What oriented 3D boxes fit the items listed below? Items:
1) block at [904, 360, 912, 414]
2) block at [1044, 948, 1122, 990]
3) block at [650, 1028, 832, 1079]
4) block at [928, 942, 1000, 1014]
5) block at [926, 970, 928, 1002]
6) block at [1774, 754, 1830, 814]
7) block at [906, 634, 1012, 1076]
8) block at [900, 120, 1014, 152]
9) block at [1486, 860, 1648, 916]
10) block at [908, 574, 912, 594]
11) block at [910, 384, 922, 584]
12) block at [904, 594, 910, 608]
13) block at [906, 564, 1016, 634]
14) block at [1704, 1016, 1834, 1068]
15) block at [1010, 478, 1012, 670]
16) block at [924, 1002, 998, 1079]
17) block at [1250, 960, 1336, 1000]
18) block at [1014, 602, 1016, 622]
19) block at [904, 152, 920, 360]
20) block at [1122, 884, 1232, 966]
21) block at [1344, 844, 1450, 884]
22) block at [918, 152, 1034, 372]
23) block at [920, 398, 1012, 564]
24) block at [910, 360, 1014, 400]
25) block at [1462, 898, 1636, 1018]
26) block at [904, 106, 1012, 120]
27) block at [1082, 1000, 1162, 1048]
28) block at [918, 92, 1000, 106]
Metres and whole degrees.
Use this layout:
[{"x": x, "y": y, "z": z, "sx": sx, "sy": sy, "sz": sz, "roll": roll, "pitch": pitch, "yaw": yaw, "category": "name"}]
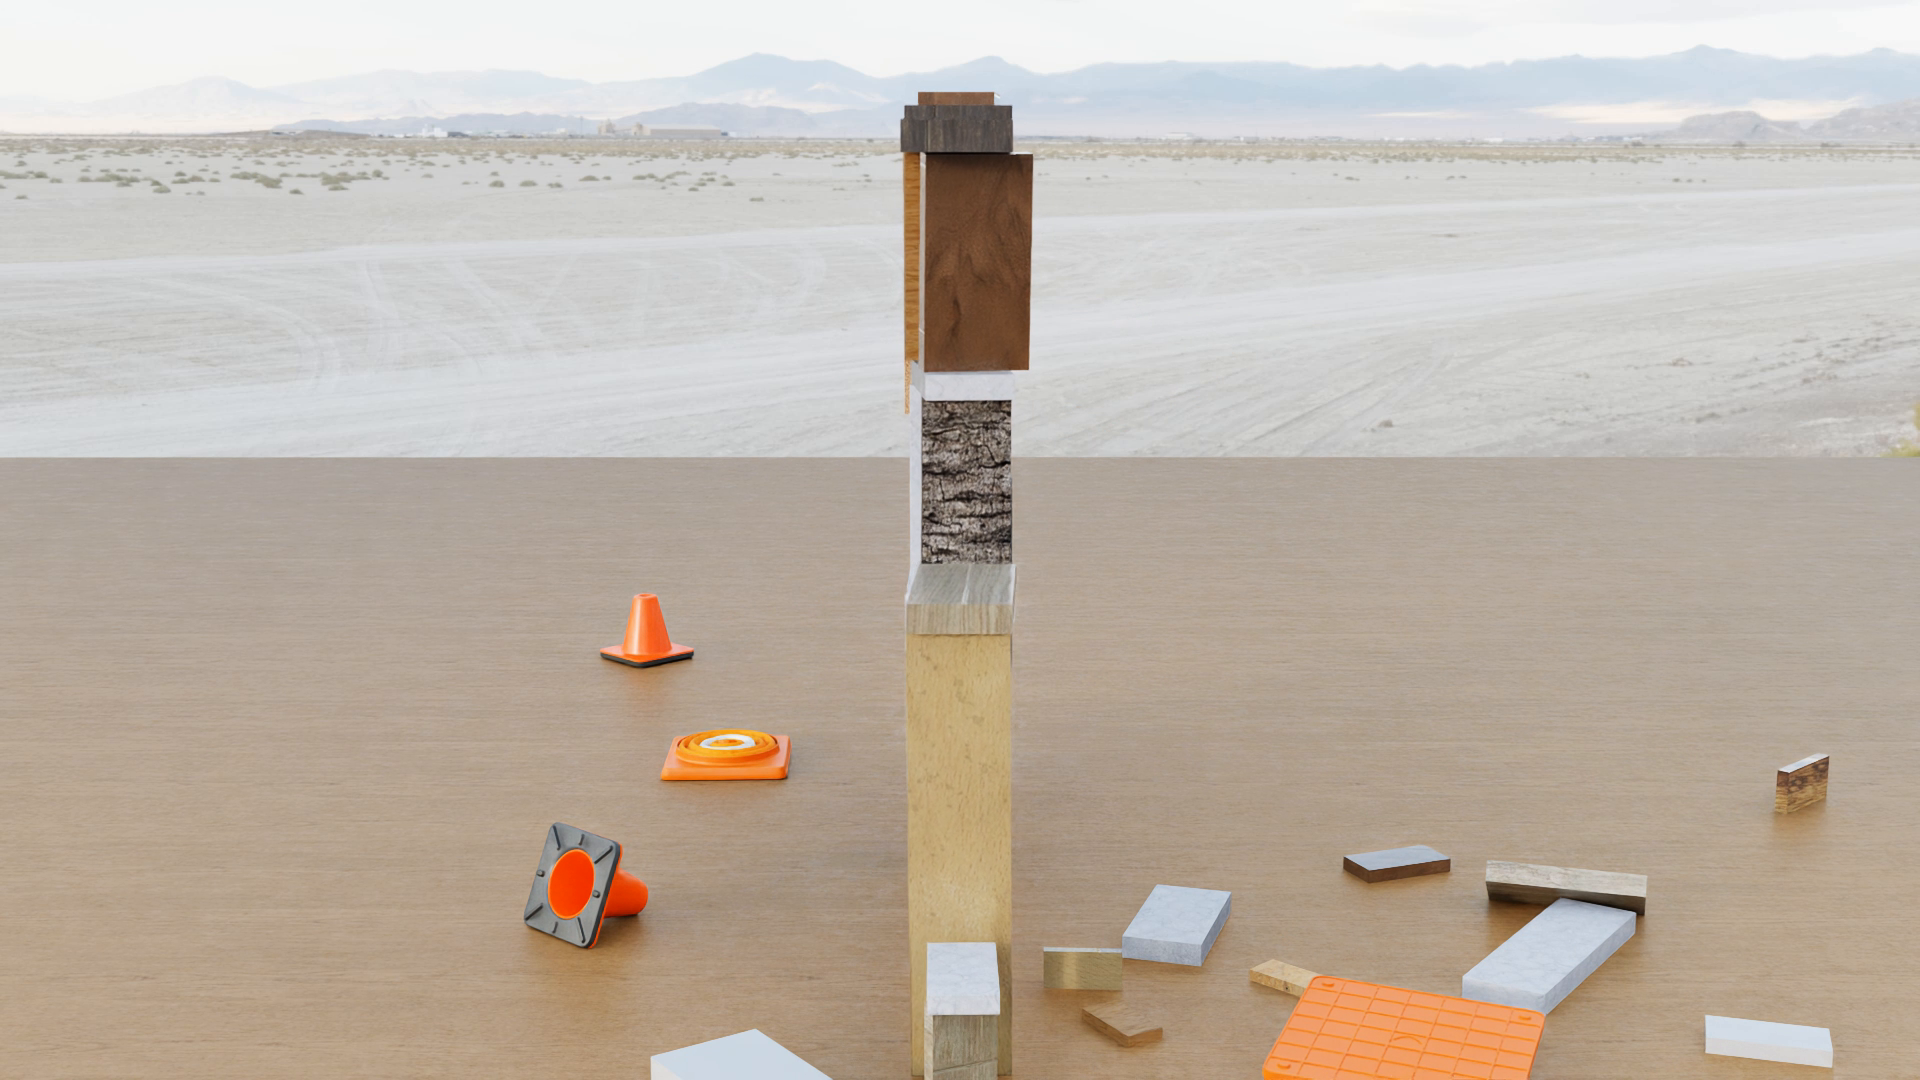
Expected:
[{"x": -0.003, "y": -0.434, "z": 3.615, "sx": 0.172, "sy": 0.453, "sz": 0.049, "roll": 1, "pitch": 11, "yaw": 5, "category": "block"}, {"x": 0.182, "y": 0.636, "z": 3.263, "sx": 0.116, "sy": 0.058, "sz": 0.016, "roll": 1, "pitch": 11, "yaw": 3, "category": "block"}, {"x": -0.193, "y": 0.738, "z": 2.750, "sx": 0.159, "sy": 0.045, "sz": 0.528, "roll": -7, "pitch": 13, "yaw": -34, "category": "block"}, {"x": 0.003, "y": 0.557, "z": 2.798, "sx": 0.090, "sy": 0.025, "sz": 0.179, "roll": 0, "pitch": 11, "yaw": -1, "category": "block"}, {"x": 0.002, "y": 0.646, "z": 2.875, "sx": 0.090, "sy": 0.179, "sz": 0.025, "roll": 0, "pitch": 11, "yaw": 0, "category": "block"}, {"x": 1.589, "y": 0.459, "z": 4.149, "sx": 0.163, "sy": 0.081, "sz": 0.023, "roll": -10, "pitch": 14, "yaw": -43, "category": "block"}, {"x": -0.001, "y": 0.416, "z": 2.921, "sx": 0.136, "sy": 0.615, "sz": 0.039, "roll": -1, "pitch": 11, "yaw": -1, "category": "block"}, {"x": -0.007, "y": -0.617, "z": 3.361, "sx": 0.164, "sy": 0.046, "sz": 0.328, "roll": 0, "pitch": 10, "yaw": -1, "category": "block"}, {"x": 0.980, "y": 0.562, "z": 3.556, "sx": 0.247, "sy": 0.035, "sz": 0.123, "roll": 3, "pitch": -22, "yaw": 18, "category": "block"}, {"x": -0.008, "y": 0.065, "z": 3.725, "sx": 0.151, "sy": 0.043, "sz": 0.302, "roll": 0, "pitch": 11, "yaw": 1, "category": "block"}, {"x": -0.012, "y": -0.091, "z": 3.559, "sx": 0.135, "sy": 0.324, "sz": 0.038, "roll": 1, "pitch": 11, "yaw": 4, "category": "block"}, {"x": -0.007, "y": 0.212, "z": 3.078, "sx": 0.136, "sy": 0.272, "sz": 0.039, "roll": -1, "pitch": 10, "yaw": -2, "category": "block"}, {"x": 0.005, "y": 0.077, "z": 2.955, "sx": 0.136, "sy": 0.039, "sz": 0.272, "roll": 0, "pitch": 10, "yaw": 2, "category": "block"}, {"x": 1.119, "y": 0.694, "z": 3.047, "sx": 0.163, "sy": 0.023, "sz": 0.081, "roll": 3, "pitch": 11, "yaw": 17, "category": "block"}, {"x": 0.005, "y": 0.063, "z": 3.946, "sx": 0.174, "sy": 0.348, "sz": 0.049, "roll": 1, "pitch": 11, "yaw": 4, "category": "block"}, {"x": 0.001, "y": 0.665, "z": 2.776, "sx": 0.090, "sy": 0.179, "sz": 0.025, "roll": -5, "pitch": 11, "yaw": -25, "category": "block"}, {"x": 0.495, "y": 0.655, "z": 3.275, "sx": 0.116, "sy": 0.016, "sz": 0.058, "roll": 10, "pitch": 15, "yaw": 44, "category": "block"}, {"x": 0.010, "y": 0.078, "z": 3.336, "sx": 0.130, "sy": 0.037, "sz": 0.259, "roll": 0, "pitch": 10, "yaw": -3, "category": "block"}, {"x": -0.006, "y": -0.451, "z": 3.498, "sx": 0.164, "sy": 0.328, "sz": 0.046, "roll": -1, "pitch": 7, "yaw": -5, "category": "block"}, {"x": 0.345, "y": 0.607, "z": 3.480, "sx": 0.123, "sy": 0.035, "sz": 0.247, "roll": 3, "pitch": 11, "yaw": 17, "category": "block"}, {"x": 0.752, "y": 0.557, "z": 3.783, "sx": 0.163, "sy": 0.023, "sz": 0.081, "roll": -4, "pitch": 11, "yaw": -22, "category": "block"}, {"x": 0.023, "y": -0.422, "z": 3.338, "sx": 0.164, "sy": 0.328, "sz": 0.046, "roll": -2, "pitch": 14, "yaw": -11, "category": "block"}, {"x": 0.009, "y": -0.084, "z": 3.372, "sx": 0.135, "sy": 0.270, "sz": 0.038, "roll": 0, "pitch": 10, "yaw": -4, "category": "block"}, {"x": 0.001, "y": -0.253, "z": 3.437, "sx": 0.135, "sy": 0.038, "sz": 0.270, "roll": -1, "pitch": 10, "yaw": -6, "category": "block"}, {"x": 0.903, "y": 0.631, "z": 3.352, "sx": 0.123, "sy": 0.035, "sz": 0.410, "roll": 7, "pitch": 13, "yaw": 34, "category": "block"}, {"x": -0.004, "y": -0.703, "z": 3.688, "sx": 0.172, "sy": 0.049, "sz": 0.345, "roll": 0, "pitch": 11, "yaw": 0, "category": "block"}, {"x": 0.229, "y": 0.685, "z": 3.114, "sx": 0.058, "sy": 0.016, "sz": 0.116, "roll": -6, "pitch": 12, "yaw": -30, "category": "block"}, {"x": 0.000, "y": -0.838, "z": 4.223, "sx": 0.142, "sy": 0.040, "sz": 0.284, "roll": 1, "pitch": 10, "yaw": 3, "category": "block"}]
